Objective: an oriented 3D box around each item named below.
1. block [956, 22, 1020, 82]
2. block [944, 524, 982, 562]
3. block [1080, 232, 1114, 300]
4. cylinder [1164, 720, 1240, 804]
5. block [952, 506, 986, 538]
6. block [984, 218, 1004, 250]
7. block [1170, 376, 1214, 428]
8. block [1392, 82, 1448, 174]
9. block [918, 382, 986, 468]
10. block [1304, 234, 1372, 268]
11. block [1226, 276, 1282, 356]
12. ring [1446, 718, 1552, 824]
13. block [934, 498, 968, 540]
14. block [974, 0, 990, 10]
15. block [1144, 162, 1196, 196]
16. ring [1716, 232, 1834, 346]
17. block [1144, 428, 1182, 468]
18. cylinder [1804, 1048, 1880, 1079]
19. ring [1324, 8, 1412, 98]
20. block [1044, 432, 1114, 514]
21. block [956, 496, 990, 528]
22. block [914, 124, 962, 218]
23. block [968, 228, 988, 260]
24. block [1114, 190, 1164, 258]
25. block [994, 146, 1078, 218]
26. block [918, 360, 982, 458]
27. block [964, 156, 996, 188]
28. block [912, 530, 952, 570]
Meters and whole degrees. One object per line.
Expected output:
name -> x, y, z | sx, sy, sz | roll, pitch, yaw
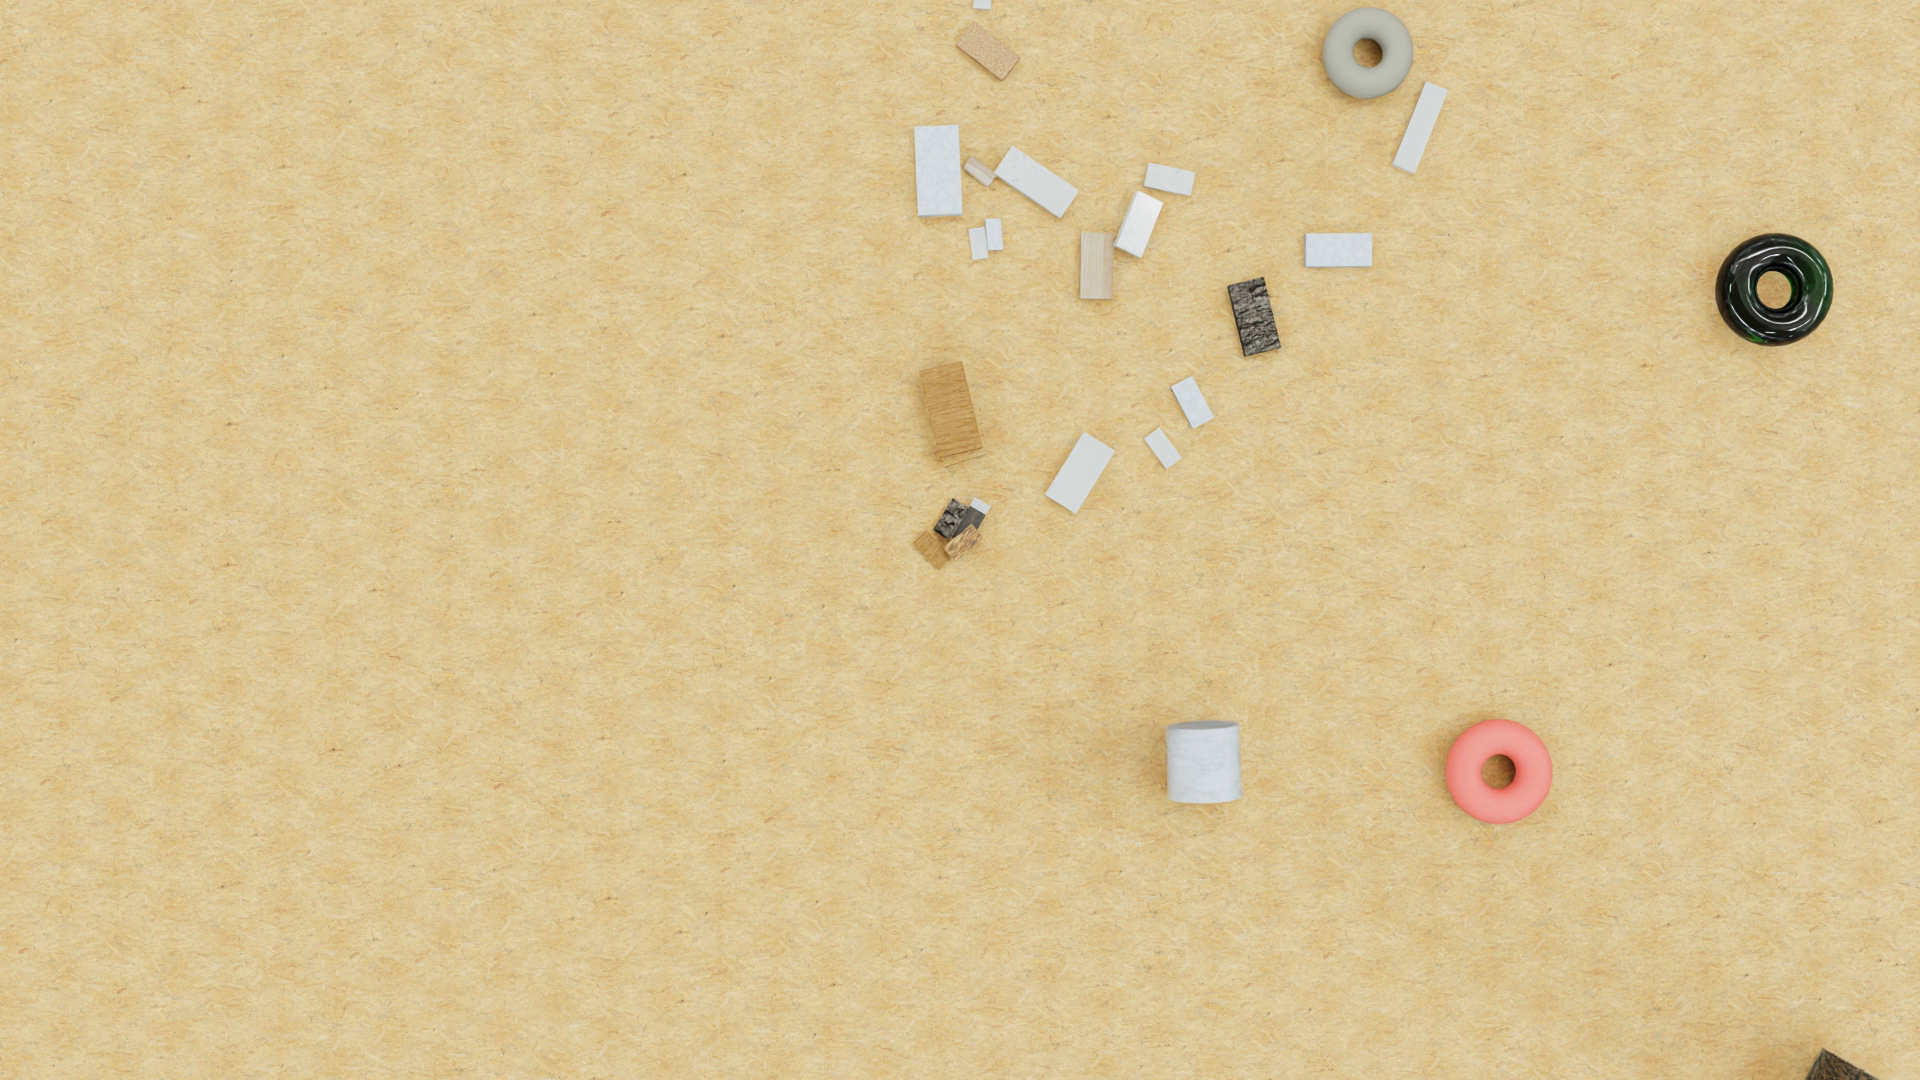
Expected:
block -> 0.093, -1.624, 5.486 | 0.195, 0.028, 0.098 | 38, 90, 0
block -> 0.011, 0.010, 5.457 | 0.122, 0.017, 0.061 | -40, 90, 0
block -> 0.454, -0.910, 5.485 | 0.109, 0.031, 0.218 | 1, 90, 0
cylinder -> 0.792, 0.722, 5.383 | 0.236, 0.236, 0.236 | -3, 90, 0
block -> 0.029, -0.046, 5.474 | 0.061, 0.017, 0.122 | 31, 90, 0
block -> 0.113, -1.016, 5.486 | 0.052, 0.015, 0.103 | -5, 90, -17
block -> 0.773, -0.458, 5.489 | 0.079, 0.022, 0.158 | -28, 90, 0
block -> 1.530, -1.371, 5.489 | 0.079, 0.022, 0.296 | 22, 90, 0
block -> -0.025, -0.404, 5.479 | 0.147, 0.042, 0.293 | -18, 90, 0
block -> 1.257, -0.963, 5.485 | 0.218, 0.031, 0.109 | 0, 90, 0
block -> 0.978, -0.742, 5.483 | 0.121, 0.034, 0.241 | -14, 90, 0
ring -> 1.778, 0.764, 5.443 | 0.348, 0.116, 0.348 | 0, 91, 1
block -> -0.031, -0.070, 5.475 | 0.063, 0.018, 0.126 | 32, 90, 33
block -> 0.076, -1.825, 5.492 | 0.057, 0.016, 0.114 | 3, 90, 0
block -> 0.697, -1.199, 5.489 | 0.158, 0.022, 0.079 | 12, 90, 0
ring -> 2.685, -0.825, 5.439 | 0.377, 0.126, 0.377 | 0, 89, 1
block -> 0.675, -0.305, 5.491 | 0.063, 0.018, 0.126 | -36, 90, 0
cylinder -> 2.878, 1.849, 5.363 | 0.275, 0.275, 0.275 | 29, 90, 0
ring -> 1.349, -1.610, 5.451 | 0.300, 0.100, 0.300 | 0, 91, -1
block -> 0.398, -0.223, 5.483 | 0.121, 0.034, 0.245 | 32, 90, 0
block -> 0.044, -0.075, 5.491 | 0.061, 0.017, 0.122 | 31, 90, 0
block -> -0.072, -1.225, 5.479 | 0.147, 0.042, 0.293 | -3, 90, 0
block -> 0.062, -0.987, 5.493 | 0.052, 0.015, 0.104 | -8, 90, 0
block -> 0.591, -1.047, 5.471 | 0.098, 0.028, 0.195 | 22, 90, -19
block -> 0.254, -1.188, 5.485 | 0.267, 0.031, 0.109 | 34, 90, 0
block -> -0.031, -0.430, 5.438 | 0.147, 0.042, 0.293 | -13, 90, 0
block -> 0.066, -1.224, 5.479 | 0.104, 0.015, 0.052 | 38, 127, 0
block -> -0.091, 0.034, 5.491 | 0.063, 0.018, 0.126 | -45, 90, 0
